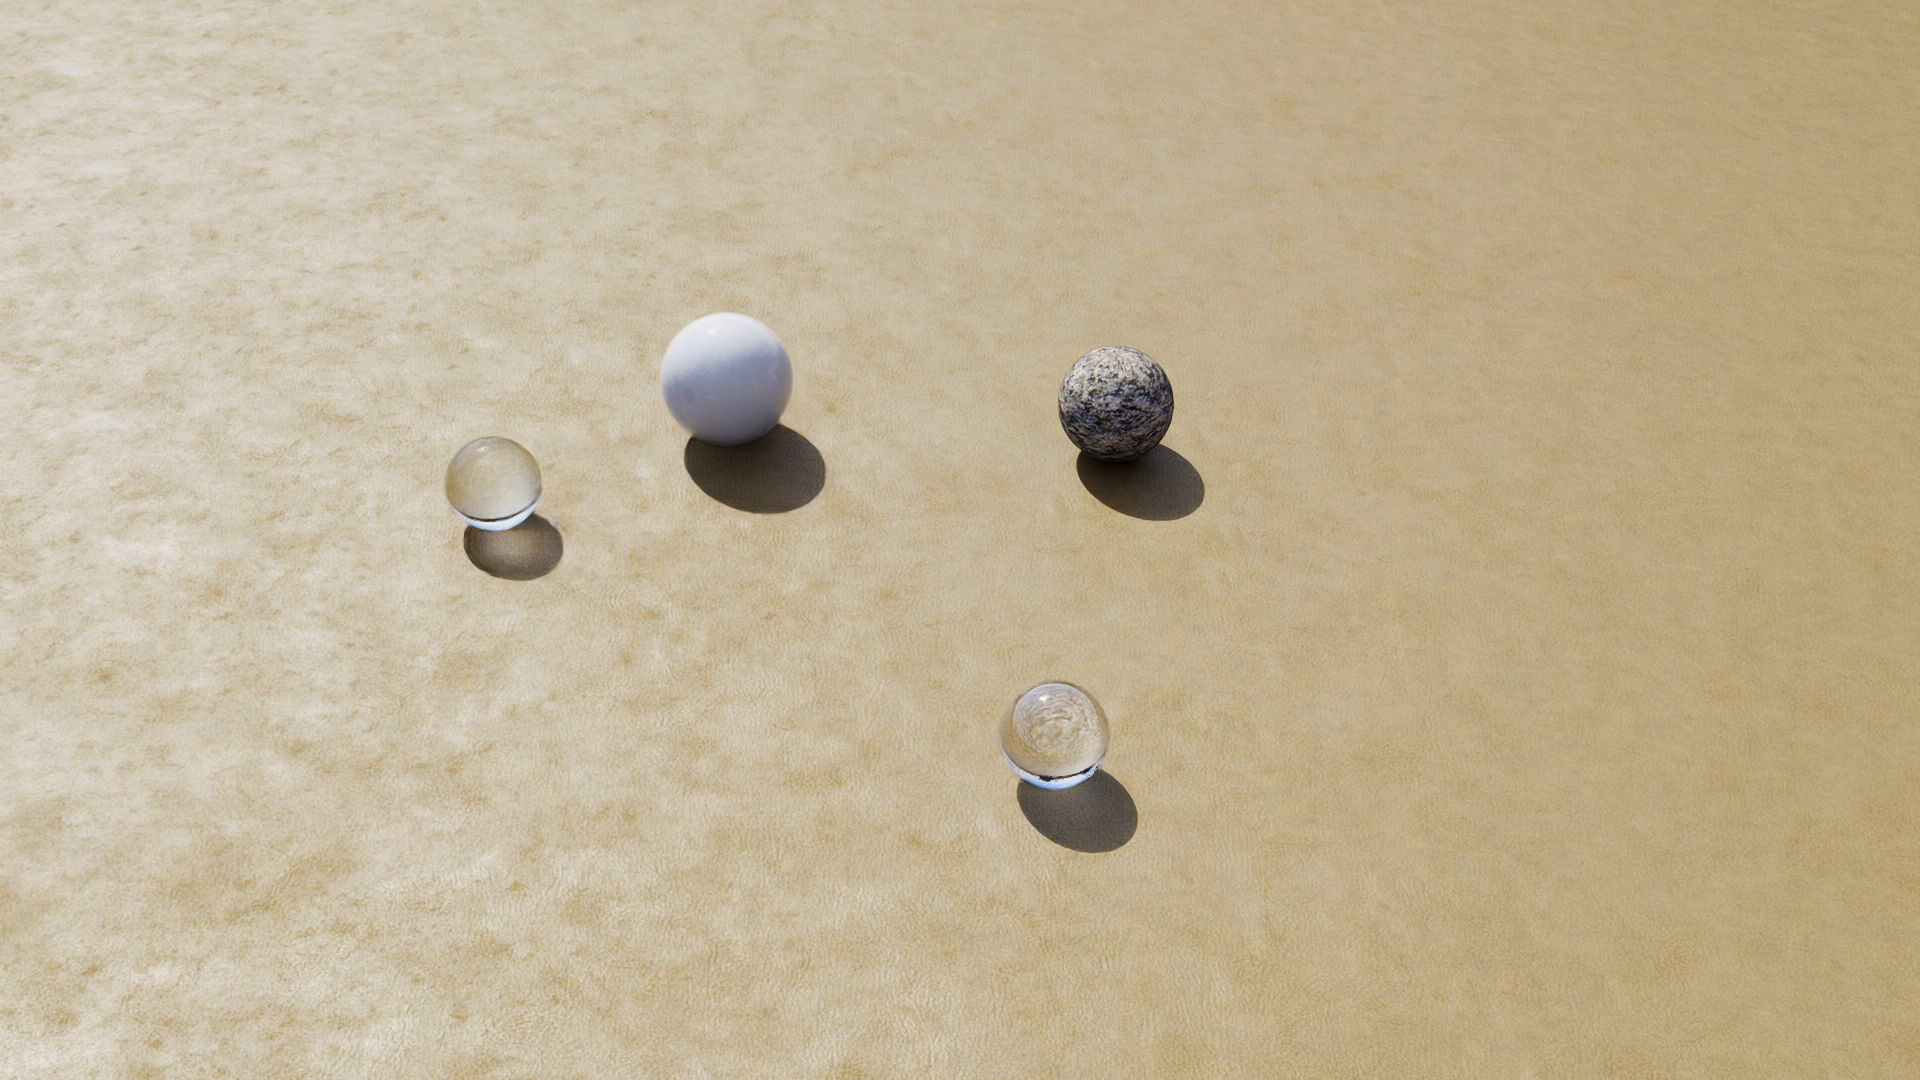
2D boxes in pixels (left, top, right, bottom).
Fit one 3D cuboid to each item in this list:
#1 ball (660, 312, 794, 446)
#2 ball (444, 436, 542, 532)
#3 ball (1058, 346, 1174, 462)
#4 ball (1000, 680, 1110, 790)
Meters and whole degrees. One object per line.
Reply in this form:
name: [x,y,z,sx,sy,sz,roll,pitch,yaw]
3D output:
ball: [-0.153,-0.105,1.684,0.088,0.088,0.088,0,36,0]
ball: [-0.293,-0.035,1.613,0.060,0.060,0.060,0,36,0]
ball: [0.102,-0.089,1.672,0.076,0.076,0.076,0,36,0]
ball: [0.052,0.108,1.418,0.061,0.061,0.061,0,36,0]
